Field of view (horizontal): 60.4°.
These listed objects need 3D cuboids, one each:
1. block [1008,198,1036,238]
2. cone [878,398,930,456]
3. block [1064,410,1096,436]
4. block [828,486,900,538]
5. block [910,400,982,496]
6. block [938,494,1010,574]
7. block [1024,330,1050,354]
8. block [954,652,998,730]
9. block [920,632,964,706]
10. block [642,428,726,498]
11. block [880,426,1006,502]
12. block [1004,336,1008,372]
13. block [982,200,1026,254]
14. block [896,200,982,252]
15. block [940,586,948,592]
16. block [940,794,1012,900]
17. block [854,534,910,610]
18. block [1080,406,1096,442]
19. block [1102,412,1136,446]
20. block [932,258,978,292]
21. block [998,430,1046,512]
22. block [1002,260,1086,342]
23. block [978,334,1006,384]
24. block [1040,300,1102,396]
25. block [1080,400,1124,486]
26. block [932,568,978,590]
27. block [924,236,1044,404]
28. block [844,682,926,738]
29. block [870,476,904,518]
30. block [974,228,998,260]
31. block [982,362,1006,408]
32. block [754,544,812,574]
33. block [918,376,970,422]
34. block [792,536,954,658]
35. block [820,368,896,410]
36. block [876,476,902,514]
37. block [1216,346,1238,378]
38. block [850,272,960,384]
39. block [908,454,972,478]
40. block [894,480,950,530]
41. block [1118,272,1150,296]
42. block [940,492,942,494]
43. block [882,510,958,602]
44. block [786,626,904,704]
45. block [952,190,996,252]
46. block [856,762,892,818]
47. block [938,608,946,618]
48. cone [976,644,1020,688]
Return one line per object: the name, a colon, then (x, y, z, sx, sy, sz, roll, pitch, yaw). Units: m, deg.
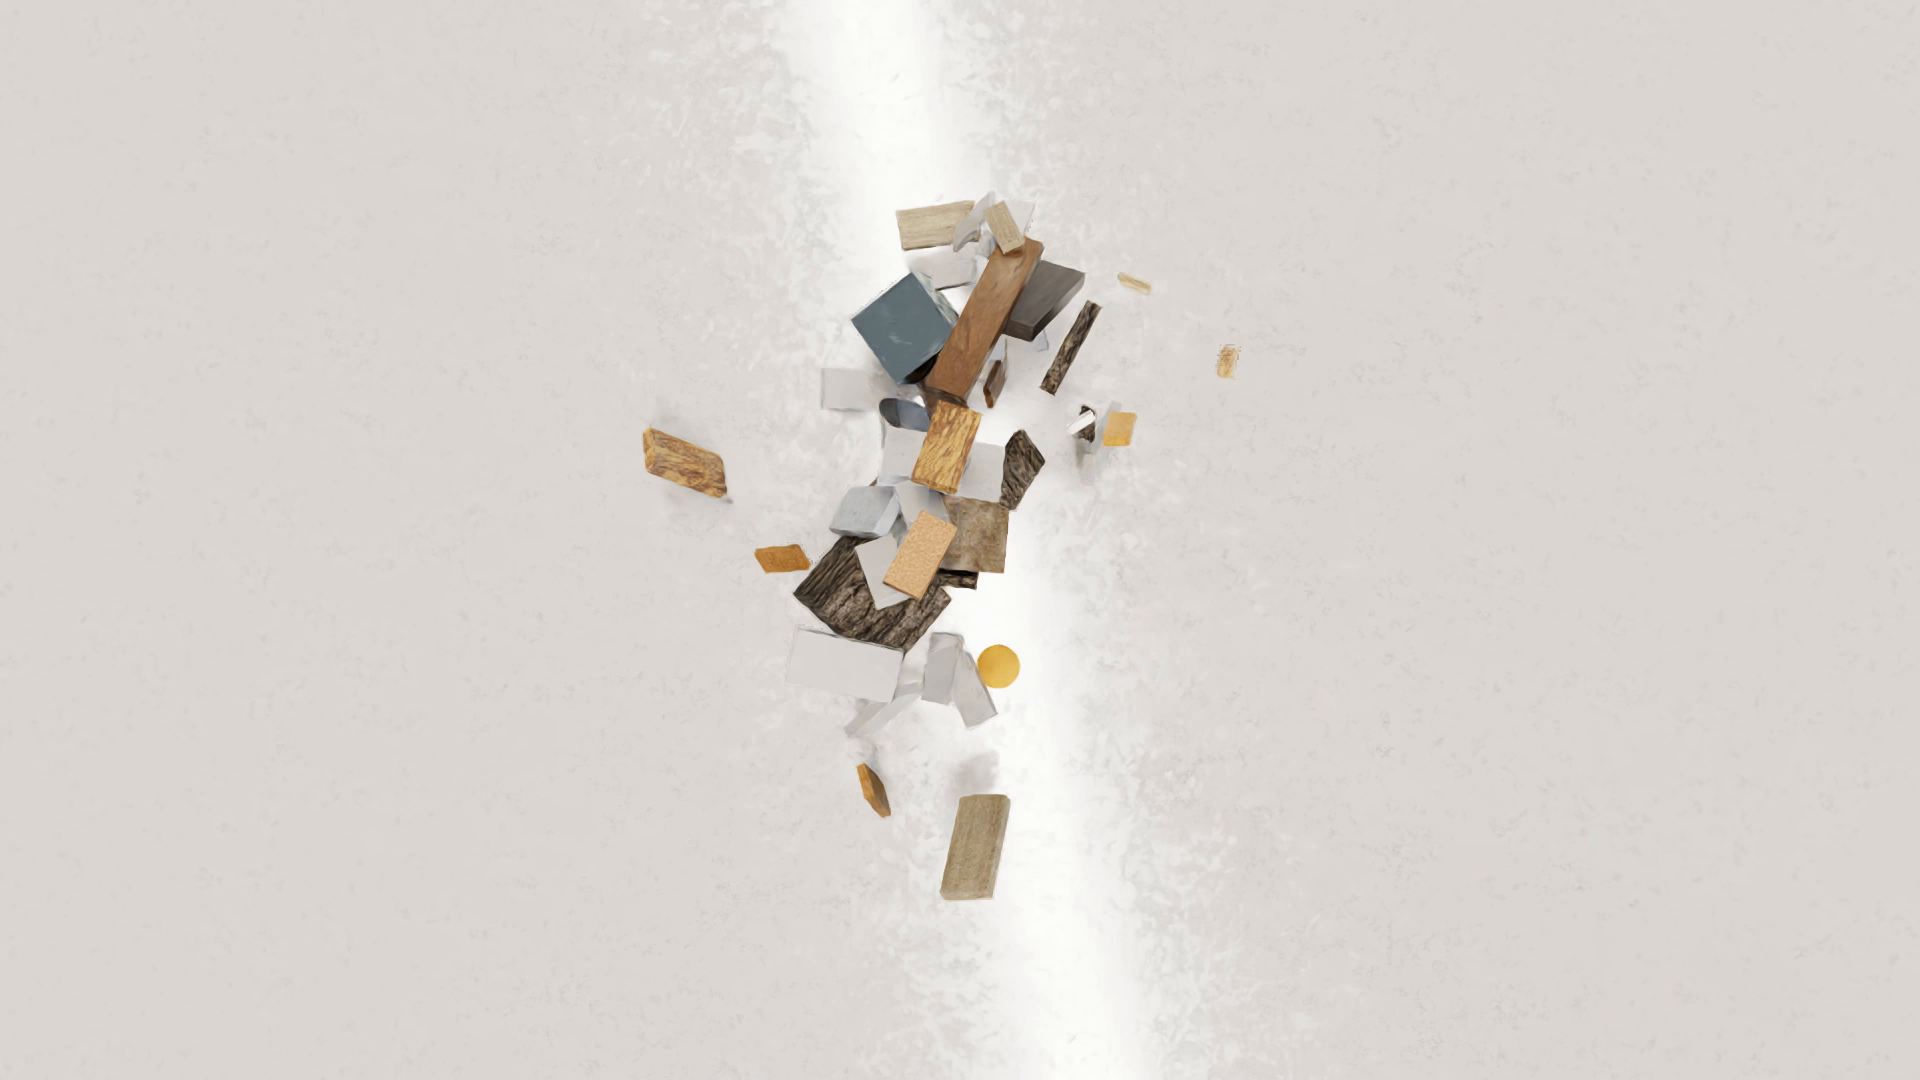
block: (0.162, -0.914, 4.735, 0.068, 0.019, 0.135, 15, 69, 15)
cone: (-0.199, -0.292, 5.439, 0.255, 0.255, 0.255, 28, 118, 0)
block: (0.333, -0.326, 4.570, 0.081, 0.161, 0.023, -32, 95, 5)
block: (-0.276, -0.085, 4.894, 0.043, 0.303, 0.152, 33, 76, -27)
block: (-0.034, -0.243, 4.330, 0.122, 0.035, 0.244, 18, 62, 2)
block: (0.034, -0.019, 5.382, 0.237, 0.237, 0.237, 5, 90, 0)
block: (0.229, -0.667, 5.217, 0.074, 0.021, 0.148, -9, 118, 18)
block: (0.029, 0.496, 5.430, 0.113, 0.032, 0.227, -32, 71, 22)
block: (-0.057, 0.426, 5.447, 0.113, 0.032, 0.227, 9, 91, 30)
block: (-0.891, -0.248, 5.340, 0.042, 0.299, 0.149, -33, 55, 30)
block: (-0.049, -0.214, 4.653, 0.339, 0.048, 0.170, 9, 52, -4)
block: (0.115, -0.676, 5.392, 0.035, 0.124, 0.248, 2, 93, 23)
block: (0.124, -0.887, 4.672, 0.068, 0.019, 0.135, -23, 109, 19)
block: (-0.066, -0.974, 5.106, 0.248, 0.035, 0.124, -9, 81, -7)
block: (-0.095, 0.158, 5.492, 0.107, 0.015, 0.054, 5, 90, 0)
block: (0.048, 0.910, 4.904, 0.152, 0.043, 0.337, -6, 45, 22)
block: (-0.199, 0.083, 4.373, 0.108, 0.030, 0.215, -20, 46, -4)
block: (0.390, -0.356, 5.042, 0.052, 0.015, 0.104, 19, 65, -36)
block: (0.480, -0.334, 4.967, 0.081, 0.161, 0.023, 2, 123, 14)
block: (-0.017, -0.803, 5.000, 0.150, 0.021, 0.075, -6, 72, 38)
block: (0.175, -0.223, 5.271, 0.038, 0.268, 0.134, -19, 116, 40)
block: (0.217, -0.717, 4.896, 0.170, 0.477, 0.048, 19, 123, 14)
block: (0.105, -0.620, 5.282, 0.035, 0.124, 0.248, 2, 81, 23)
block: (0.327, -0.567, 4.836, 0.048, 0.339, 0.170, 28, 122, 1)
block: (0.461, -0.315, 5.352, 0.038, 0.134, 0.268, 19, 49, 14)
block: (-0.185, 0.106, 5.308, 0.487, 0.134, 0.038, 6, 97, 0)
block: (0.072, -0.634, 4.661, 0.122, 0.035, 0.533, 21, 73, 17)
block: (-0.232, 0.520, 5.042, 0.253, 0.126, 0.036, -41, 67, 33)
block: (-0.173, -0.183, 5.319, 0.149, 0.299, 0.042, 48, 59, -6)
block: (0.124, -0.856, 4.897, 0.150, 0.021, 0.075, 24, 93, -9)
block: (0.110, -0.494, 5.228, 0.021, 0.148, 0.074, 2, 132, 21)
block: (-0.527, 0.056, 4.881, 0.161, 0.023, 0.081, -5, 128, 33)
block: (-0.053, -0.459, 5.378, 0.127, 0.255, 0.036, -8, 130, -10)
block: (-0.270, 0.173, 5.031, 0.298, 0.298, 0.298, 43, 82, -22)
block: (-0.332, -0.494, 5.429, 0.255, 0.036, 0.127, 1, 91, -25)
block: (-0.181, -0.197, 5.074, 0.126, 0.036, 0.253, 12, 58, 6)
block: (0.886, -0.589, 5.473, 0.052, 0.015, 0.104, 8, 113, 0)
block: (-0.144, -0.658, 5.143, 0.245, 0.245, 0.245, -37, 87, 13)
block: (-0.051, -0.198, 4.429, 0.122, 0.244, 0.035, 21, 113, 4)
block: (-0.104, -0.098, 4.439, 0.108, 0.215, 0.030, -12, 122, -7)
block: (0.542, -0.800, 5.155, 0.104, 0.052, 0.015, 19, 122, -16)
block: (-0.031, -0.233, 5.350, 0.149, 0.299, 0.042, -10, 67, 3)
block: (-0.102, 0.041, 4.286, 0.108, 0.030, 0.215, 26, 74, 7)
block: (-0.324, 0.351, 4.626, 0.303, 0.043, 0.152, 13, 97, -9)
block: (0.040, -0.944, 4.895, 0.019, 0.307, 0.068, 6, 75, -19)
block: (-0.273, 0.797, 5.242, 0.032, 0.227, 0.113, -20, 63, 4)
block: (-0.101, 0.227, 5.492, 0.107, 0.015, 0.054, 5, 90, 0)
cone: (0.127, 0.423, 5.425, 0.149, 0.149, 0.149, 0, 90, 0)
